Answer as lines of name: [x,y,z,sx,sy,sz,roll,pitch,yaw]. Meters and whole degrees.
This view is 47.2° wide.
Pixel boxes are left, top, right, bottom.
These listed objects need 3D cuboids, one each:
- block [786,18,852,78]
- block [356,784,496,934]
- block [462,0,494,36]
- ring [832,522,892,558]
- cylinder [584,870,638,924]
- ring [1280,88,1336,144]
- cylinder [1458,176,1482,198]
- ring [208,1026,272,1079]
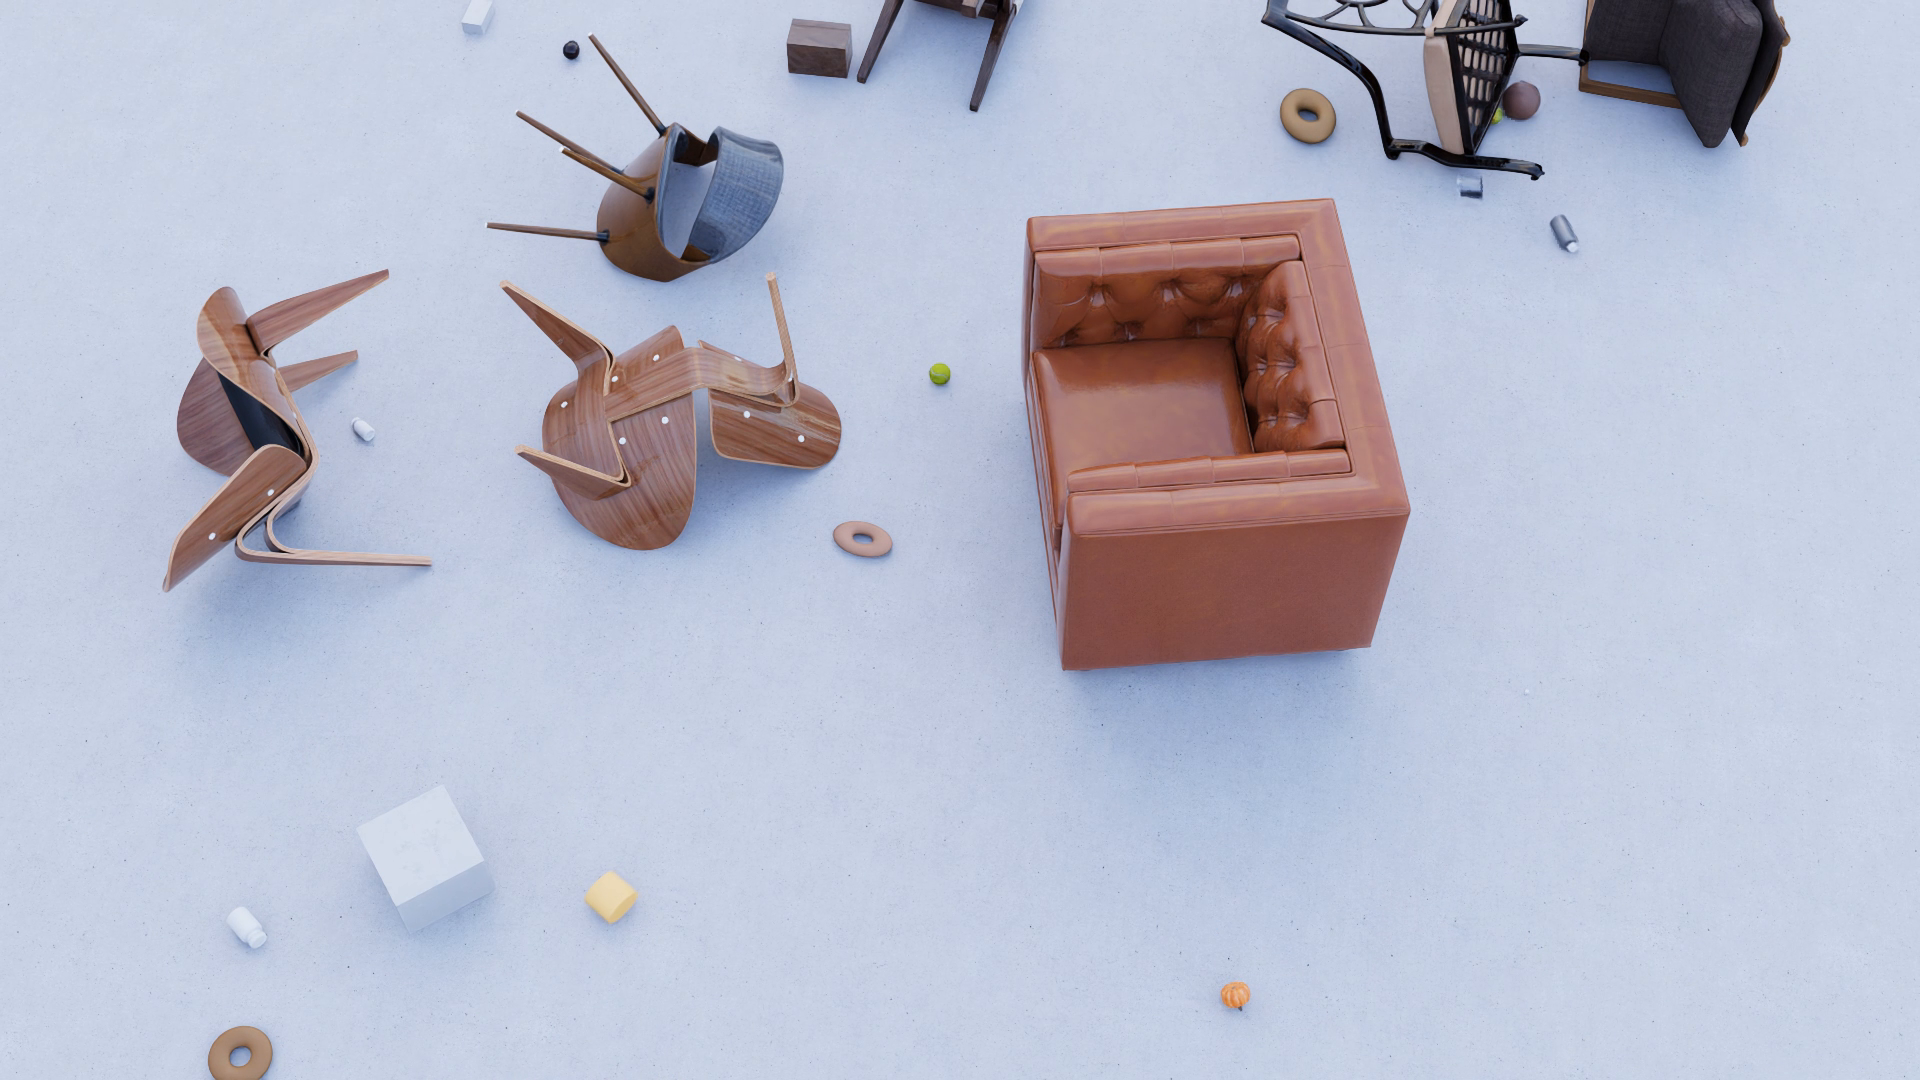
block: [-0.486,-1.707,7.636,0.206,0.138,0.124,7,56,4]
block: [-1.430,0.855,5.894,0.252,0.177,0.265,-27,60,-17]
block: [-1.707,-1.854,7.790,0.074,0.047,0.124,10,57,7]
ring: [-0.290,-0.003,6.553,0.185,0.038,0.115,15,58,11]
cylinder: [-0.934,0.956,5.889,0.095,0.072,0.110,39,68,19]
ring: [1.187,-1.448,7.503,0.186,0.071,0.241,-10,56,-6]
cylinder: [1.698,-1.177,7.325,0.071,0.062,0.093,4,40,3]
ring: [-1.853,1.330,5.661,0.167,0.036,0.162,35,63,20]
